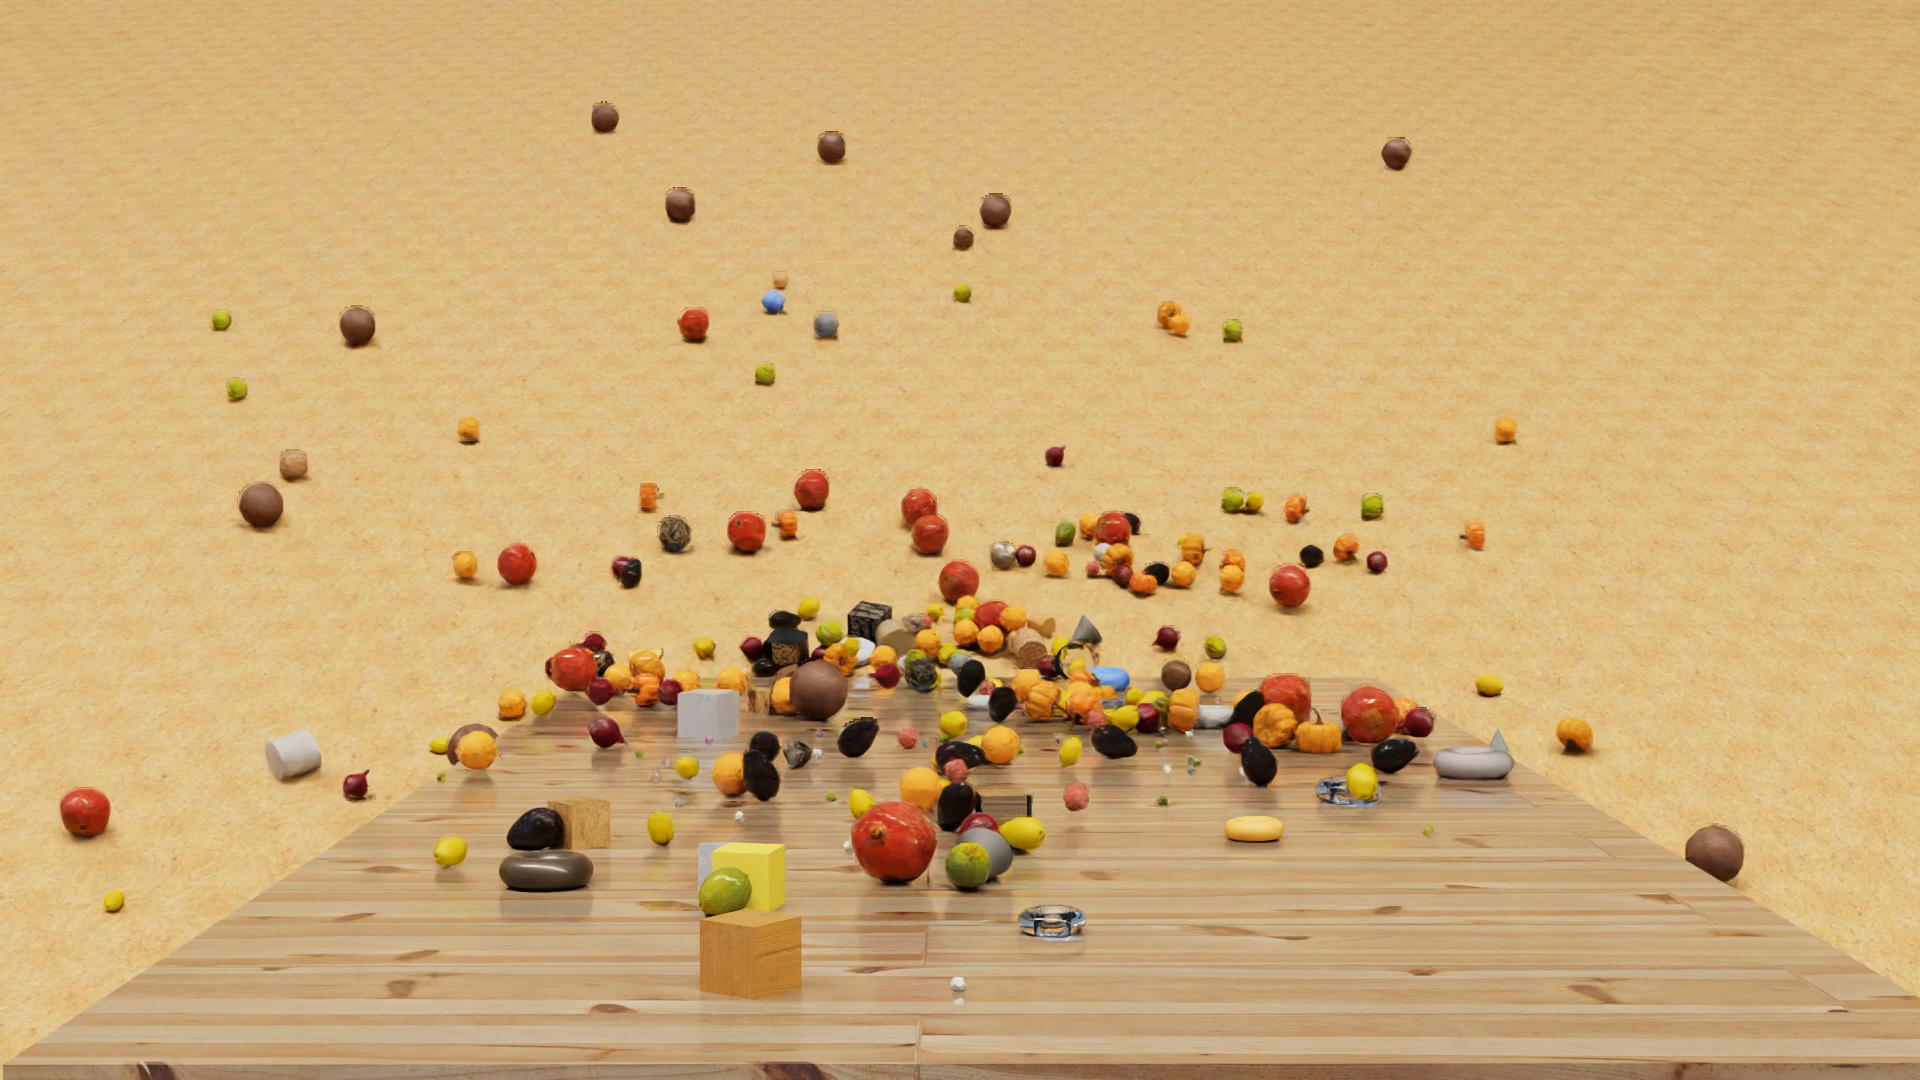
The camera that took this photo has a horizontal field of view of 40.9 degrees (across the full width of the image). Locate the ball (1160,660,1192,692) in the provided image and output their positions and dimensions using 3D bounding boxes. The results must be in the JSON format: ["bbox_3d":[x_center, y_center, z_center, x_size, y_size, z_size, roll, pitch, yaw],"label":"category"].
[{"bbox_3d":[0.519,0.326,6.185,0.075,0.075,0.075,0,23,0],"label":"ball"}]

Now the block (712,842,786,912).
[{"bbox_3d":[-0.277,0.443,3.380,0.077,0.077,0.077,0,2,12],"label":"block"}]

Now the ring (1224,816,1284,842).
[{"bbox_3d":[0.451,0.442,3.942,0.092,0.031,0.092,-2,2,0],"label":"ring"}]

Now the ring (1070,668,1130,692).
[{"bbox_3d":[0.338,0.338,6.228,0.145,0.048,0.145,0,4,0],"label":"ring"}]

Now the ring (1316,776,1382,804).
[{"bbox_3d":[0.656,0.422,4.349,0.112,0.037,0.112,0,4,0],"label":"ring"}]

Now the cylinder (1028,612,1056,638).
[{"bbox_3d":[0.221,0.229,6.983,0.055,0.055,0.055,-19,30,-38],"label":"cylinder"}]

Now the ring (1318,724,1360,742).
[{"bbox_3d":[0.766,0.390,5.208,0.086,0.029,0.086,0,4,0],"label":"ring"}]

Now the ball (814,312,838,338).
[{"bbox_3d":[-0.483,-0.776,9.288,0.091,0.091,0.091,0,23,0],"label":"ball"}]

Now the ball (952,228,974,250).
[{"bbox_3d":[0.014,-1.206,10.302,0.086,0.086,0.086,0,23,0],"label":"ball"}]

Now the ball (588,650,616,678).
[{"bbox_3d":[-0.928,0.320,6.663,0.070,0.070,0.070,0,23,0],"label":"ball"}]

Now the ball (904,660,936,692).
[{"bbox_3d":[-0.094,0.324,6.167,0.077,0.077,0.077,0,23,0],"label":"ball"}]

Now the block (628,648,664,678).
[{"bbox_3d":[-0.812,0.342,6.677,0.087,0.087,0.087,-4,23,-9],"label":"block"}]

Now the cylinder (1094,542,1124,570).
[{"bbox_3d":[0.428,0.046,7.405,0.060,0.060,0.060,-16,28,-33],"label":"cylinder"}]

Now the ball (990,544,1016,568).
[{"bbox_3d":[0.124,0.046,7.389,0.073,0.073,0.073,0,23,0],"label":"ball"}]

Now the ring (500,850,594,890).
[{"bbox_3d":[-0.569,0.454,3.538,0.129,0.043,0.129,0,1,0],"label":"ring"}]

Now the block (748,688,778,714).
[{"bbox_3d":[-0.439,0.358,5.726,0.051,0.051,0.051,1,3,18],"label":"block"}]

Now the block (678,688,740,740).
[{"bbox_3d":[-0.515,0.356,5.272,0.092,0.092,0.092,1,3,25],"label":"block"}]

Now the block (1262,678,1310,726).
[{"bbox_3d":[0.699,0.346,5.516,0.091,0.091,0.091,1,2,14],"label":"block"}]

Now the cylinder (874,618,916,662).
[{"bbox_3d":[-0.172,0.268,6.834,0.093,0.093,0.093,-5,18,-12],"label":"cylinder"}]

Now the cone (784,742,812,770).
[{"bbox_3d":[-0.306,0.411,4.777,0.053,0.053,0.053,3,29,6],"label":"cone"}]

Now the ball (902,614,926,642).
[{"bbox_3d":[-0.131,0.240,6.931,0.077,0.077,0.077,0,23,0],"label":"ball"}]

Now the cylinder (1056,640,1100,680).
[{"bbox_3d":[0.295,0.304,6.466,0.096,0.096,0.096,6,4,13],"label":"cylinder"}]

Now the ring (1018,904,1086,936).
[{"bbox_3d":[0.115,0.474,3.207,0.087,0.029,0.087,-1,2,0],"label":"ring"}]

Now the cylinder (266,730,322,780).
[{"bbox_3d":[-1.616,0.523,6.242,0.097,0.097,0.097,-18,29,-36],"label":"cylinder"}]

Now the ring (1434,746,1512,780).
[{"bbox_3d":[0.930,0.404,4.662,0.141,0.047,0.141,-1,3,0],"label":"ring"}]

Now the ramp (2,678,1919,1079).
[{"bbox_3d":[0.053,0.483,4.539,2.000,0.100,4.000,0,2,0],"label":"ramp"}]

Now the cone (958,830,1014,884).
[{"bbox_3d":[0.023,0.455,3.549,0.083,0.083,0.083,7,21,17],"label":"cone"}]

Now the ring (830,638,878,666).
[{"bbox_3d":[-0.282,0.297,6.840,0.128,0.043,0.128,1,23,-1],"label":"ring"}]

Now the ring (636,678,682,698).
[{"bbox_3d":[-0.711,0.350,6.071,0.111,0.037,0.111,-1,5,0],"label":"ring"}]

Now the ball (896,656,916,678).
[{"bbox_3d":[-0.138,0.332,6.737,0.060,0.060,0.060,0,23,0],"label":"ball"}]

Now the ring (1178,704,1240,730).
[{"bbox_3d":[0.525,0.373,5.433,0.131,0.044,0.131,0,1,0],"label":"ring"}]

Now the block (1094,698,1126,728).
[{"bbox_3d":[0.319,0.367,5.463,0.054,0.054,0.054,-1,2,-13],"label":"block"}]

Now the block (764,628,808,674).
[{"bbox_3d":[-0.457,0.296,6.782,0.090,0.090,0.090,7,24,15],"label":"block"}]

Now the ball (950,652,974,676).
[{"bbox_3d":[0.004,0.318,6.570,0.061,0.061,0.061,0,23,0],"label":"ball"}]

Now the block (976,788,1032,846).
[{"bbox_3d":[0.065,0.421,3.909,0.077,0.077,0.077,0,2,-6],"label":"block"}]

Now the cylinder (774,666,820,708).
[{"bbox_3d":[-0.371,0.333,5.864,0.088,0.088,0.088,-8,5,-18],"label":"cylinder"}]

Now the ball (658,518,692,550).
[{"bbox_3d":[-0.831,-0.017,7.505,0.096,0.096,0.096,0,23,0],"label":"ball"}]

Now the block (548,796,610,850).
[{"bbox_3d":[-0.575,0.427,3.881,0.068,0.068,0.068,-2,3,-41],"label":"block"}]

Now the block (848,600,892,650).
[{"bbox_3d":[-0.242,0.230,6.934,0.092,0.092,0.092,9,25,19],"label":"block"}]

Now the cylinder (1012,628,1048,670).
[{"bbox_3d":[0.184,0.287,6.812,0.082,0.082,0.082,-4,23,-8],"label":"cylinder"}]

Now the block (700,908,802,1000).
[{"bbox_3d":[-0.234,0.462,2.877,0.080,0.080,0.080,2,3,36],"label":"block"}]

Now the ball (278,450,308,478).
[{"bbox_3d":[-2.079,-0.235,8.027,0.088,0.088,0.088,0,23,0],"label":"ball"}]

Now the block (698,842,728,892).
[{"bbox_3d":[-0.329,0.447,3.522,0.058,0.058,0.058,0,2,-5],"label":"block"}]

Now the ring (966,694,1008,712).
[{"bbox_3d":[0.061,0.366,5.770,0.094,0.031,0.094,-1,3,0],"label":"ring"}]

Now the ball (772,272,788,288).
[{"bbox_3d":[-0.685,-0.990,9.828,0.060,0.060,0.060,0,23,0],"label":"ball"}]

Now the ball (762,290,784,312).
[{"bbox_3d":[-0.692,-0.885,9.554,0.083,0.083,0.083,0,23,0],"label":"ball"}]

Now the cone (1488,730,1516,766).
[{"bbox_3d":[1.009,0.386,4.830,0.067,0.067,0.067,0,2,0],"label":"cone"}]
